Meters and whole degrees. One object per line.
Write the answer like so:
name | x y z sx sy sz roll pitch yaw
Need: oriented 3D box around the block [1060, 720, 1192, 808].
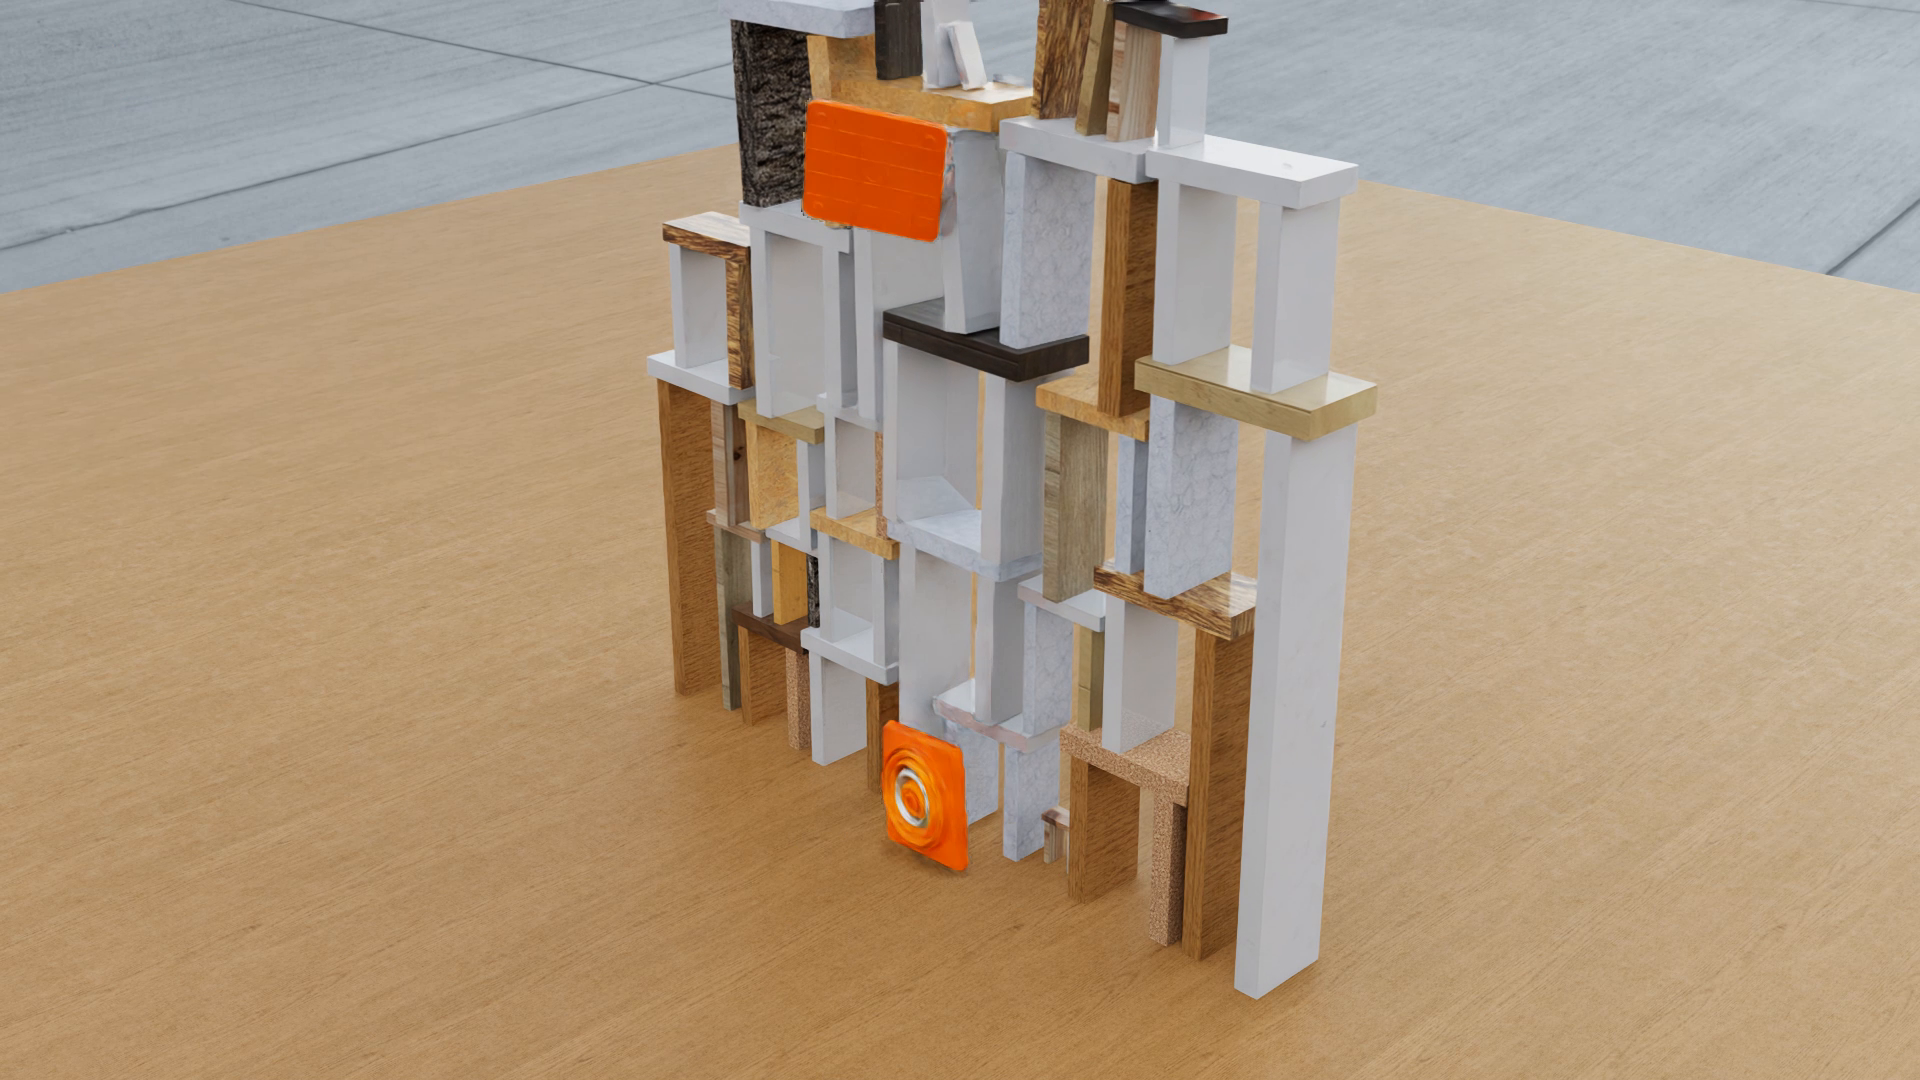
block | 0.344 0.389 4.014 0.302 0.043 0.151 21 31 41

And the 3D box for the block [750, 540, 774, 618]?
block | -0.403 0.070 4.688 0.025 0.175 0.087 19 29 36

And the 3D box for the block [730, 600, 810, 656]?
block | -0.369 0.177 4.701 0.234 0.033 0.117 21 31 41

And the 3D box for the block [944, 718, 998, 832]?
block | 0.023 0.447 4.392 0.035 0.246 0.123 21 30 40

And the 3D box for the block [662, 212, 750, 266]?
block | -0.470 -0.616 4.475 0.266 0.038 0.133 21 31 40

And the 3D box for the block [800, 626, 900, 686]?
block | -0.193 0.223 4.525 0.130 0.037 0.259 -21 31 -41

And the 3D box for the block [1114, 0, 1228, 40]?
block | 0.336 -0.835 3.517 0.090 0.025 0.179 -14 29 -31

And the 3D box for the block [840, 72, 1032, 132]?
block | -0.025 -0.798 3.980 0.357 0.051 0.179 18 27 37

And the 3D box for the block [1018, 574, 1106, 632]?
block | 0.217 0.110 4.047 0.104 0.029 0.208 -20 30 -40

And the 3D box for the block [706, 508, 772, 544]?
block | -0.450 -0.038 4.687 0.175 0.025 0.087 21 31 40

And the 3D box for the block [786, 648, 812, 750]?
block | -0.314 0.322 4.703 0.033 0.234 0.117 21 31 41

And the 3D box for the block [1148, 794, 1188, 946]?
block | 0.416 0.576 4.016 0.043 0.302 0.151 21 31 41

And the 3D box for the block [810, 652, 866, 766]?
block | -0.254 0.335 4.639 0.037 0.259 0.130 21 31 41

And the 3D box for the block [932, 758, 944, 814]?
block | -0.027 0.487 4.457 0.061 0.121 0.017 -20 30 -39

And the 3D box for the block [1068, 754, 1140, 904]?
block | 0.273 0.520 4.147 0.043 0.302 0.151 21 31 41

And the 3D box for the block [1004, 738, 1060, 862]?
block | 0.140 0.492 4.287 0.035 0.246 0.123 20 30 40

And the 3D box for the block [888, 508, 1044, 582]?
block | 0.022 -0.003 4.199 0.154 0.044 0.309 -19 29 -41

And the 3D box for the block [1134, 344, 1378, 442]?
block | 0.480 -0.251 3.591 0.358 0.051 0.179 21 31 40

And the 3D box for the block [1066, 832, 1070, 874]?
block | 0.227 0.597 4.238 0.013 0.091 0.045 21 31 41

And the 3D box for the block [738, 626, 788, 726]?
block | -0.424 0.279 4.804 0.033 0.234 0.117 21 31 41

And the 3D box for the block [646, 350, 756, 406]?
block | -0.519 -0.351 4.630 0.139 0.039 0.278 -21 30 -40

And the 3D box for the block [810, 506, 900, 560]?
block | -0.175 -0.025 4.400 0.121 0.034 0.241 -21 31 -41

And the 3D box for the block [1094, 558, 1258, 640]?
block | 0.399 0.086 3.834 0.306 0.043 0.153 21 31 40

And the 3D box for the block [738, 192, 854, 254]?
block | -0.265 -0.620 4.254 0.315 0.045 0.158 21 30 40

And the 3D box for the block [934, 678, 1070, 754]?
block | 0.080 0.340 4.285 0.246 0.035 0.123 20 30 39

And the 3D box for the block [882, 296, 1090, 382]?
block | 0.044 -0.372 4.026 0.180 0.051 0.360 -18 29 -40

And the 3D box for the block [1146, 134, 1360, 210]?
block | 0.459 -0.585 3.479 0.304 0.043 0.152 21 31 40

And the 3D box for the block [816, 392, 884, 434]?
block | -0.166 -0.255 4.296 0.220 0.031 0.110 21 31 41

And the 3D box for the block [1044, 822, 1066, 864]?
block | 0.184 0.580 4.277 0.013 0.091 0.045 21 31 41

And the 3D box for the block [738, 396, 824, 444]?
block | -0.331 -0.252 4.475 0.233 0.033 0.117 21 30 40

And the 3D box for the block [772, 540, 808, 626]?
block | -0.357 0.077 4.649 0.082 0.193 0.023 -21 31 -41

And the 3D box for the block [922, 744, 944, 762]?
block | -0.058 0.412 4.456 0.122 0.017 0.061 21 31 40

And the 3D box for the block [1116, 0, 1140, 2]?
block | 0.256 -0.929 3.646 0.113 0.032 0.226 -10 25 -26

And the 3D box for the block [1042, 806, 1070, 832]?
block | 0.205 0.541 4.237 0.091 0.013 0.045 21 31 41

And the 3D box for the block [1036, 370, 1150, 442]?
block | 0.268 -0.235 3.841 0.127 0.036 0.254 -21 31 -40

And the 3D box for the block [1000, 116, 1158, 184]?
block | 0.242 -0.668 3.718 0.171 0.048 0.342 -16 27 -36

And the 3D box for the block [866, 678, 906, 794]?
block | -0.132 0.383 4.527 0.037 0.259 0.130 21 31 41

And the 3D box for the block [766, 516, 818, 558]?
block | -0.319 -0.007 4.569 0.165 0.023 0.082 21 31 40

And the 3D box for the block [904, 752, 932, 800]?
block | -0.084 0.465 4.510 0.017 0.121 0.061 21 30 41

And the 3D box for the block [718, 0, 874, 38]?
block | -0.271 -0.993 4.106 0.351 0.050 0.175 20 30 40

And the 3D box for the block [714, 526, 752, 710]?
block | -0.487 0.159 4.819 0.087 0.442 0.025 -21 30 -41
